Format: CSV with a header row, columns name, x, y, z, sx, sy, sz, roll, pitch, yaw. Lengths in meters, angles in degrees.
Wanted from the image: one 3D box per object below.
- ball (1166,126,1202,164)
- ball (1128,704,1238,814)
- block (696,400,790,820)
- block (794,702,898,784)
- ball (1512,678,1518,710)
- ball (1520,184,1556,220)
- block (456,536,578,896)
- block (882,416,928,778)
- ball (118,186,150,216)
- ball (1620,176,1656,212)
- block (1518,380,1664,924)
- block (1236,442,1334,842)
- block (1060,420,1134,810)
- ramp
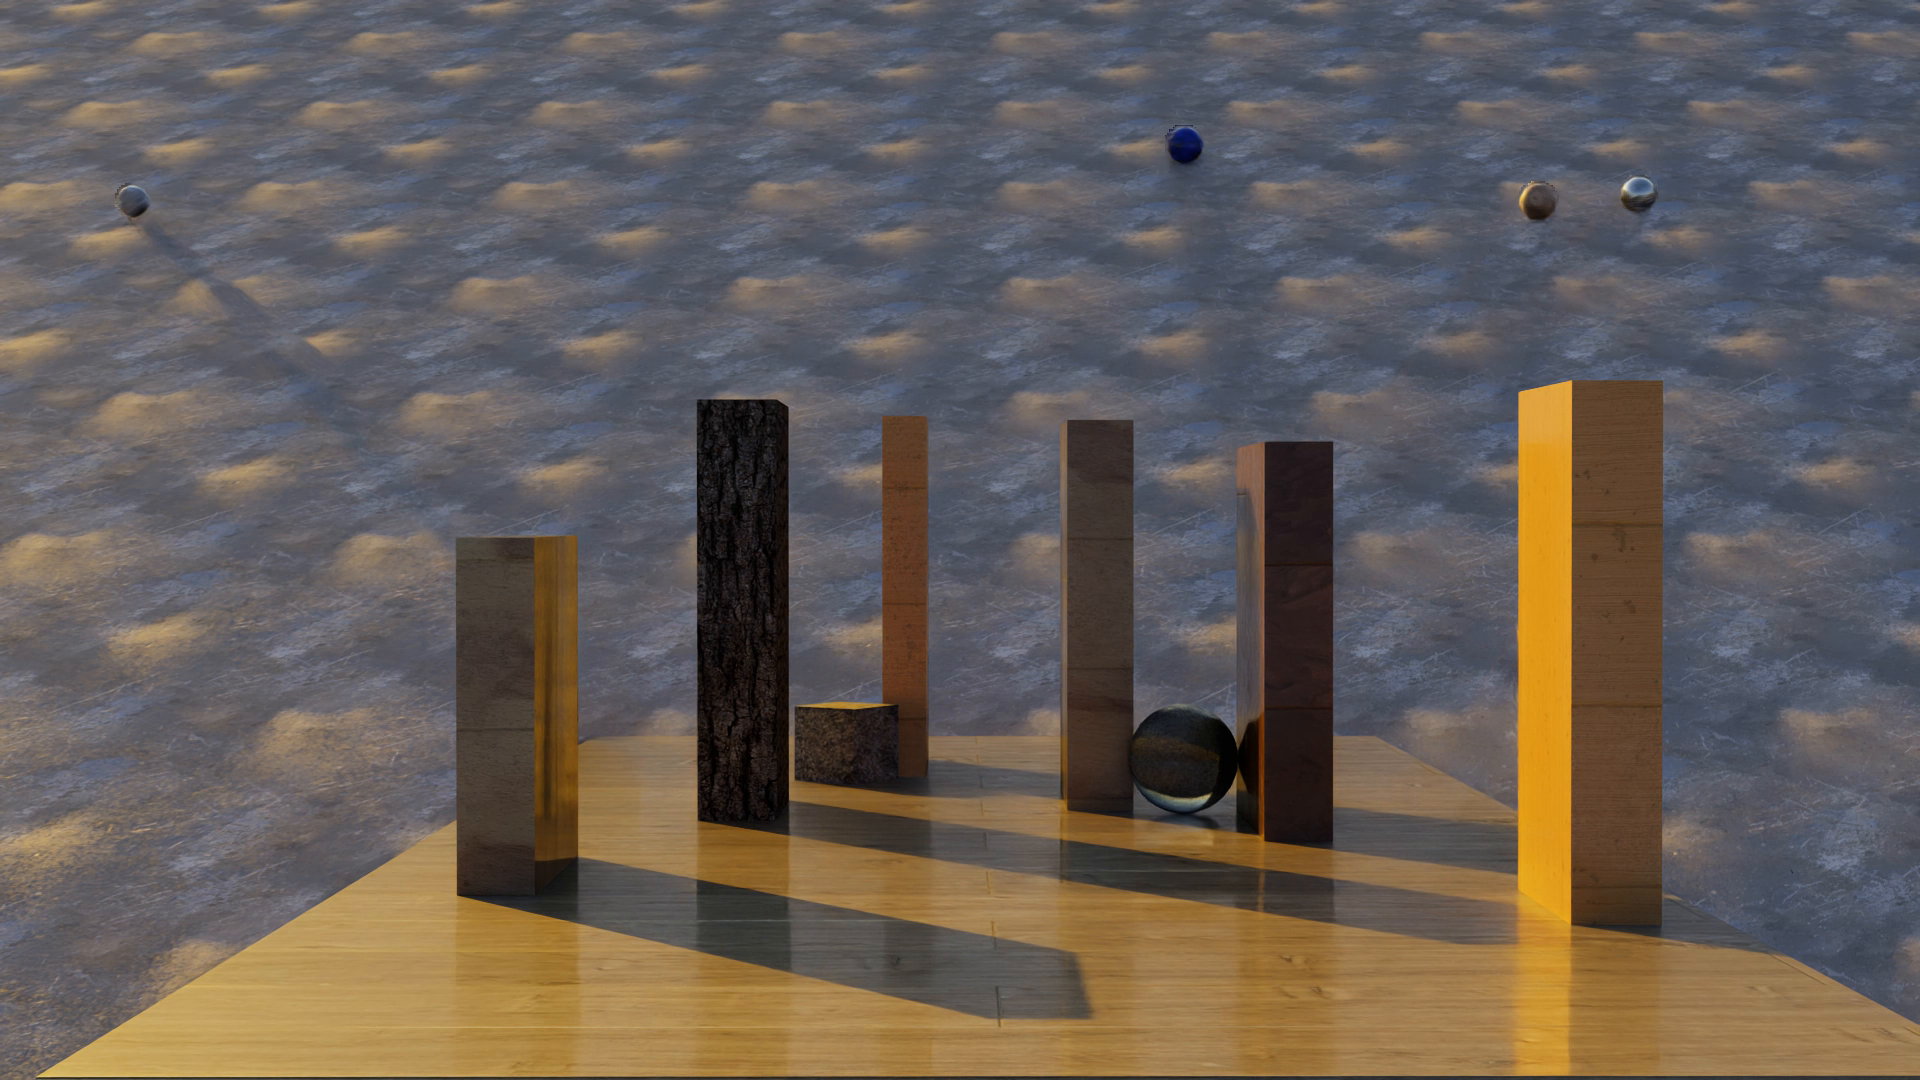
name,x,y,z,sx,sy,sz,roll,pitch,yaw
ball,0.921,-1.618,10.581,0.147,0.147,0.147,0,28,0
ball,0.424,0.415,4.905,0.208,0.208,0.208,0,28,0
block,-0.414,0.128,4.961,0.147,0.781,0.346,0,1,0
block,-0.243,0.434,5.537,0.159,0.159,0.159,0,1,34
ball,1.543,0.406,6.792,0.177,0.177,0.177,0,28,0
ball,2.242,-1.311,10.018,0.140,0.140,0.140,0,28,0
block,-0.693,0.261,4.072,0.116,0.534,0.441,0,1,0
block,-0.120,0.120,5.780,0.095,0.780,0.401,0,1,0
ball,-3.216,-1.319,10.055,0.119,0.119,0.119,0,28,0
ball,2.650,-1.348,10.091,0.137,0.137,0.137,0,28,0
block,0.907,0.154,3.739,0.126,0.752,0.337,0,1,0
block,0.588,0.174,4.707,0.119,0.694,0.445,0,1,0
block,0.269,0.143,5.114,0.127,0.748,0.322,0,1,0
ramp,0.064,0.572,4.614,2.000,0.100,4.000,0,1,0
